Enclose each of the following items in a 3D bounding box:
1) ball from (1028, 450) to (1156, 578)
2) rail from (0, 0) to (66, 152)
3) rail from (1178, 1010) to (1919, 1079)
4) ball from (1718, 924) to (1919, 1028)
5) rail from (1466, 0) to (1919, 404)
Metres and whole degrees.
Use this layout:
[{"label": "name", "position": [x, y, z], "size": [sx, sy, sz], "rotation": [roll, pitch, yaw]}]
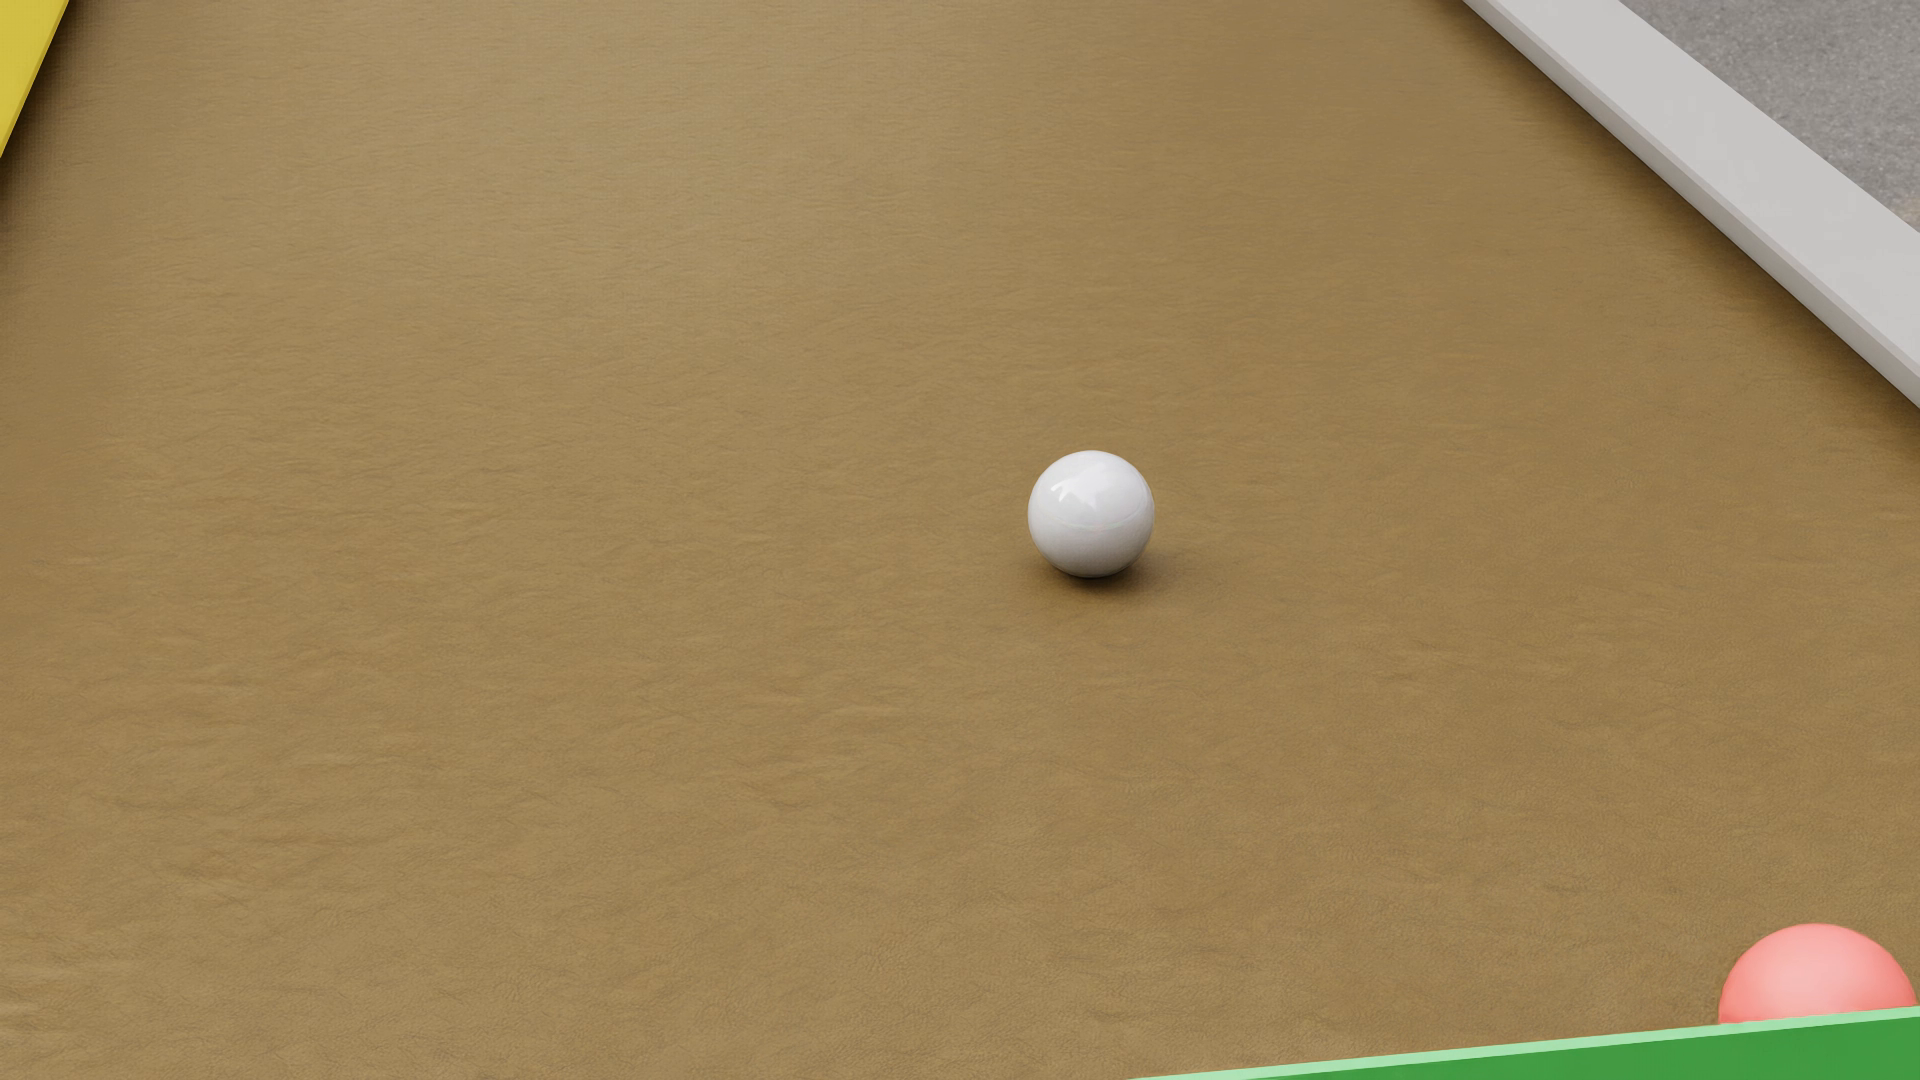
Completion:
[{"label": "ball", "position": [0.087, -0.017, 1.959], "size": [0.085, 0.085, 0.085], "rotation": [0, 26, 0]}, {"label": "rail", "position": [-0.842, -0.280, 2.452], "size": [0.045, 0.124, 2.841], "rotation": [-4, 26, -8]}, {"label": "rail", "position": [0.104, 0.276, 1.311], "size": [1.533, 0.124, 0.045], "rotation": [-4, 26, -8]}, {"label": "ball", "position": [0.418, 0.235, 1.431], "size": [0.095, 0.095, 0.095], "rotation": [0, 26, 0]}, {"label": "rail", "position": [0.627, -0.378, 2.653], "size": [0.045, 0.124, 2.841], "rotation": [-4, 26, -8]}]
